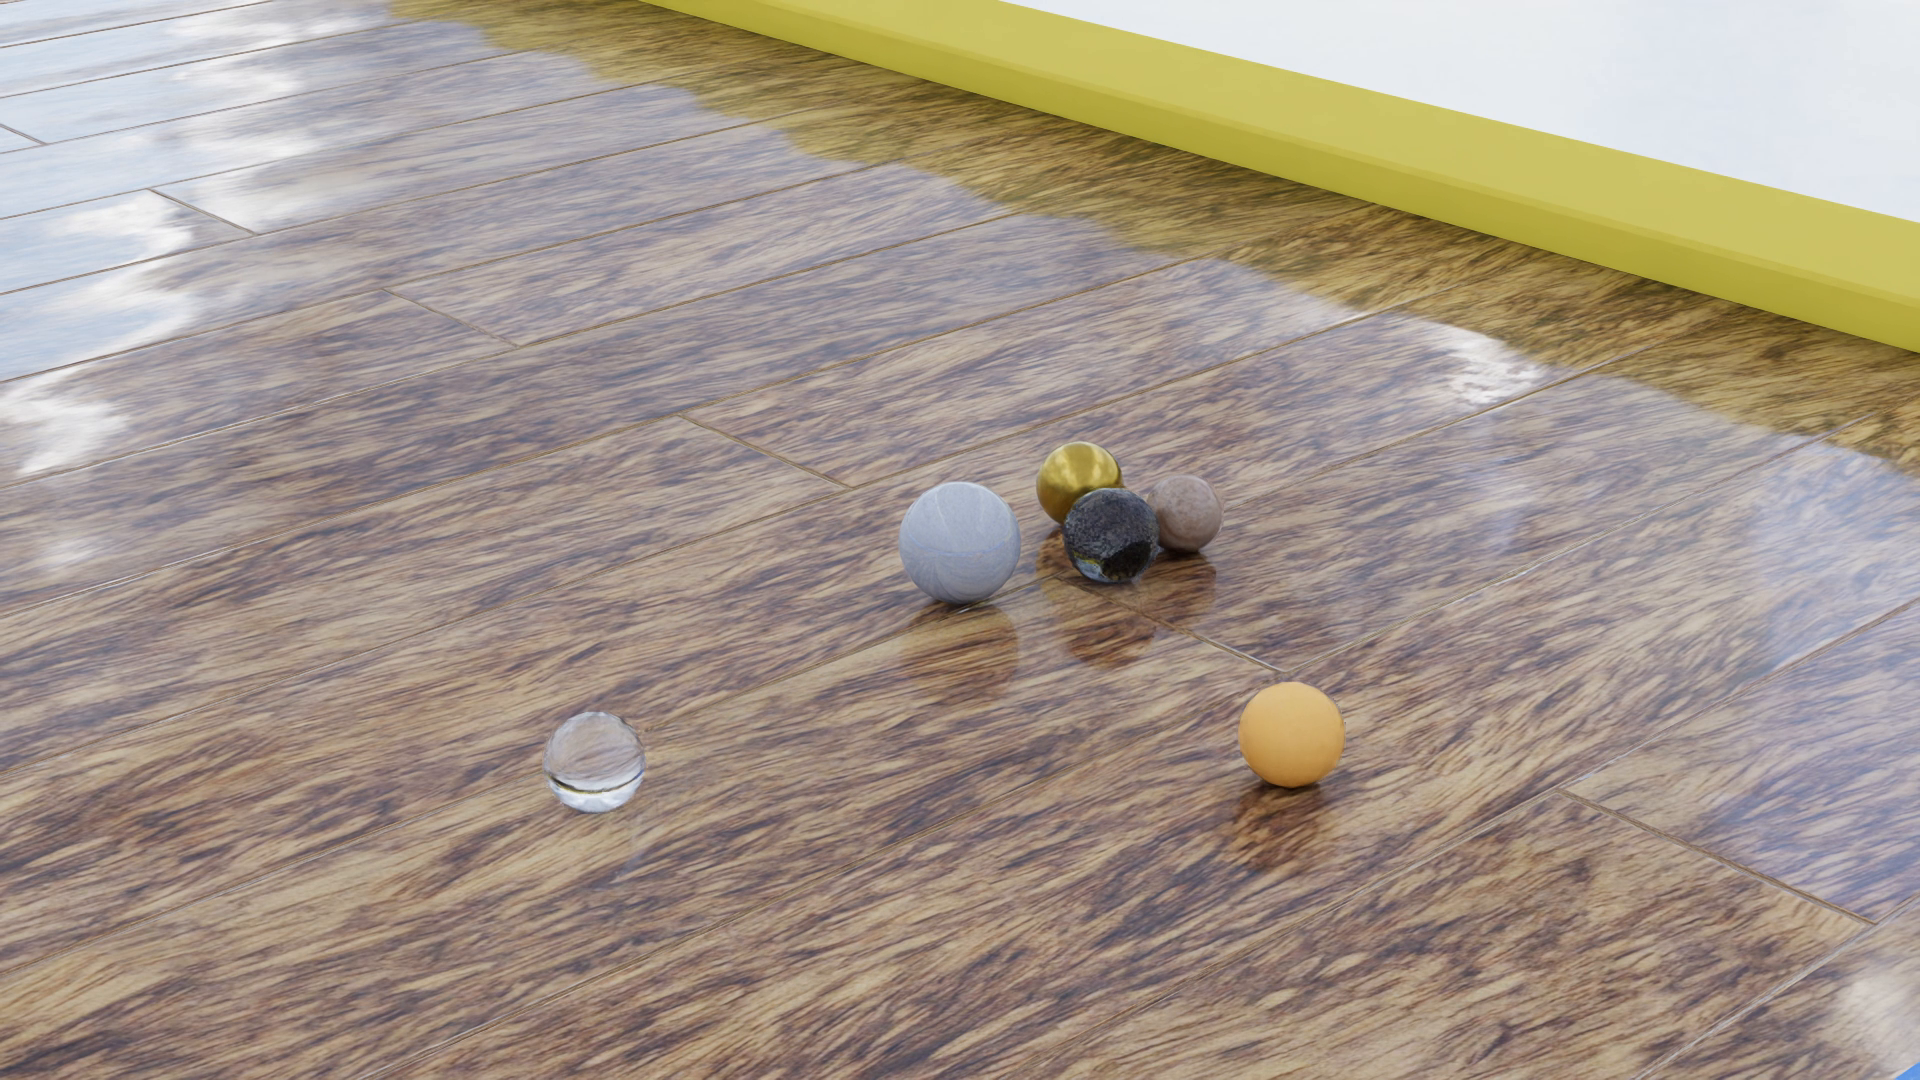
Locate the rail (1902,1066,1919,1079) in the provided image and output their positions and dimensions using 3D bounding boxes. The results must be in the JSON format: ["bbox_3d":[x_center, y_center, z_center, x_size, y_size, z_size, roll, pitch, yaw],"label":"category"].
[{"bbox_3d":[0.651,0.255,1.688,2.135,0.126,0.045,-20,30,-38],"label":"rail"}]

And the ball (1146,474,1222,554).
[{"bbox_3d":[0.183,-0.021,2.415,0.065,0.065,0.065,0,23,0],"label":"ball"}]

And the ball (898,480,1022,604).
[{"bbox_3d":[0.000,0.002,2.319,0.097,0.097,0.097,0,23,0],"label":"ball"}]

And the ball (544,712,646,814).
[{"bbox_3d":[-0.249,0.152,2.005,0.069,0.069,0.069,0,23,0],"label":"ball"}]

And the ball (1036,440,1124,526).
[{"bbox_3d":[0.100,-0.046,2.461,0.074,0.074,0.074,0,23,0],"label":"ball"}]

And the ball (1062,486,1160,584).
[{"bbox_3d":[0.121,-0.004,2.358,0.077,0.077,0.077,0,23,0],"label":"ball"}]

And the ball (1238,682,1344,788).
[{"bbox_3d":[0.230,0.135,2.040,0.073,0.073,0.073,0,23,0],"label":"ball"}]

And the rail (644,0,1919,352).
[{"bbox_3d":[0.102,-0.588,3.658,0.045,0.126,3.948,-20,30,-38],"label":"rail"}]
